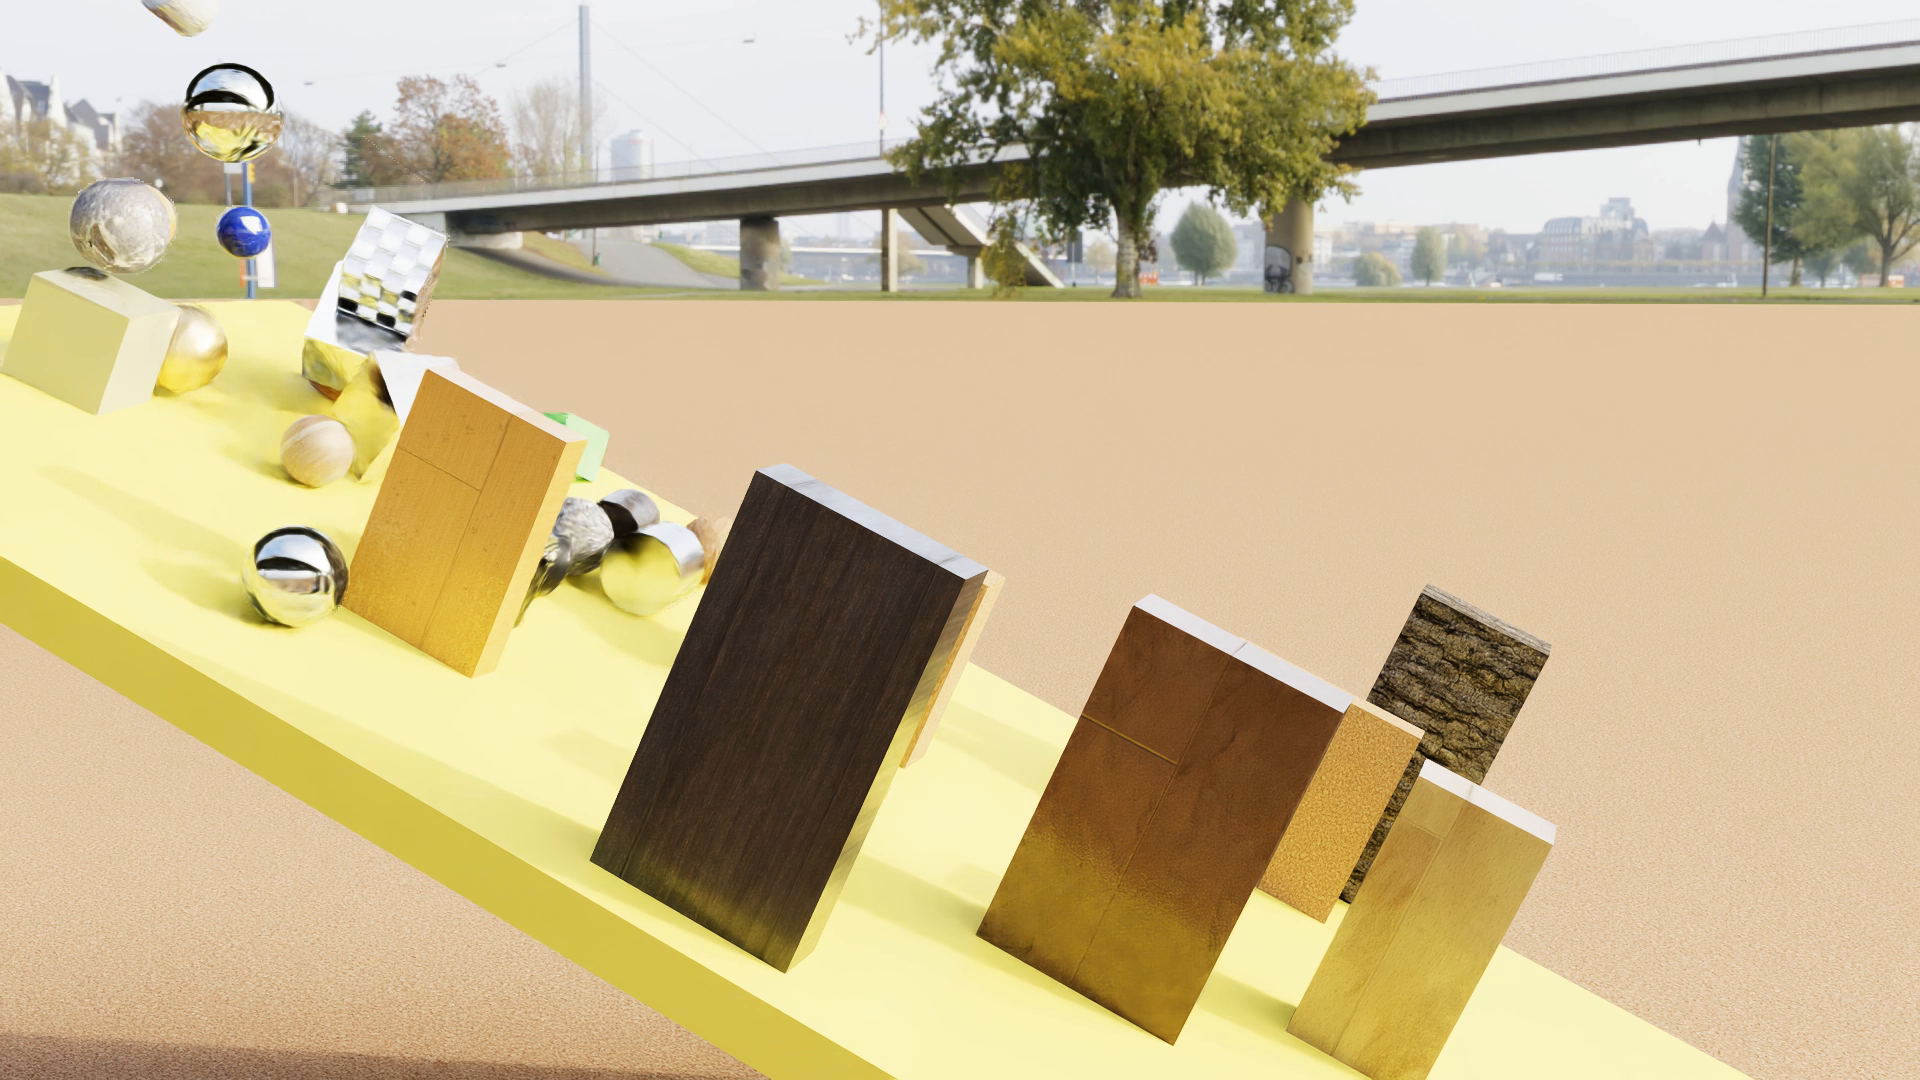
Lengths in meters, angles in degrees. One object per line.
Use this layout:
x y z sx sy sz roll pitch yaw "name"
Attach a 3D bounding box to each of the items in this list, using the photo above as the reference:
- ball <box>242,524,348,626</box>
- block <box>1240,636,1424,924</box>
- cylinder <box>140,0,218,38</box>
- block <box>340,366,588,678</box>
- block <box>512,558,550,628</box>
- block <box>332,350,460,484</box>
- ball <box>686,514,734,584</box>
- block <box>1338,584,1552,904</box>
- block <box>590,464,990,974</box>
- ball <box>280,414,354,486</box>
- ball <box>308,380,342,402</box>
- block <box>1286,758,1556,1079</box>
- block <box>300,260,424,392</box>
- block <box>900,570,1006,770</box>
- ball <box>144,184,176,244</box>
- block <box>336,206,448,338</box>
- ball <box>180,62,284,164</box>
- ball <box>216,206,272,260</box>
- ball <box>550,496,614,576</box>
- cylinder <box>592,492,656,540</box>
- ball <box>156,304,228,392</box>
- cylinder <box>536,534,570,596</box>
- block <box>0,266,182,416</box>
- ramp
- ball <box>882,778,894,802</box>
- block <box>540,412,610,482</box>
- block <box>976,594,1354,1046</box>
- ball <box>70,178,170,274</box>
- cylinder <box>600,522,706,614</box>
-1.104 0.059 3.651 0.169 0.169 0.169 0 7 0 "ball"
0.659 0.490 4.494 0.415 0.435 0.080 27 14 12 "block"
-1.655 -1.145 4.658 0.114 0.114 0.114 3 -18 24 "cylinder"
-0.862 -0.031 3.800 0.288 0.454 0.082 27 14 12 "block"
-0.873 0.071 4.038 0.143 0.143 0.143 33 15 15 "block"
-1.139 -0.247 4.529 0.194 0.194 0.194 3 -38 -46 "block"
-0.541 0.022 4.805 0.154 0.154 0.154 0 7 0 "ball"
0.961 0.458 4.643 0.285 0.665 0.147 27 14 12 "block"
-0.259 0.264 3.269 0.349 0.662 0.119 27 14 12 "block"
-1.266 -0.176 4.330 0.141 0.141 0.141 0 7 0 "ball"
-1.362 -0.403 4.904 0.200 0.200 0.200 0 7 0 "ball"
0.802 0.678 3.834 0.247 0.521 0.137 27 14 12 "block"
-1.281 -0.440 4.722 0.194 0.194 0.194 20 -28 -9 "block"
-0.172 0.175 4.322 0.377 0.403 0.123 27 14 12 "block"
-1.678 -0.652 4.485 0.151 0.151 0.151 0 7 0 "ball"
-1.189 -0.561 4.599 0.163 0.163 0.163 22 -33 -8 "block"
-1.401 -0.823 4.234 0.191 0.191 0.191 0 7 0 "ball"
-1.528 -0.655 4.692 0.113 0.113 0.113 0 7 0 "ball"
-0.786 -0.008 4.480 0.160 0.160 0.160 0 7 0 "ball"
-0.726 -0.026 4.674 0.144 0.144 0.144 0 -2 1 "cylinder"
-1.578 -0.390 4.459 0.179 0.179 0.179 0 7 0 "ball"
-0.842 0.034 4.287 0.117 0.117 0.117 24 -7 -33 "cylinder"
-1.687 -0.390 4.276 0.206 0.206 0.206 25 13 2 "block"
-0.266 0.455 4.172 4.000 0.100 2.000 27 14 12 "ramp"
-0.201 0.408 3.879 0.171 0.171 0.171 0 7 0 "ball"
-0.868 -0.203 4.841 0.119 0.119 0.119 2 -19 44 "block"
0.334 0.458 3.629 0.373 0.628 0.138 27 14 12 "block"
-1.635 -0.612 4.284 0.185 0.185 0.185 0 7 0 "ball"
-0.626 0.056 4.489 0.167 0.167 0.167 1 9 11 "cylinder"
